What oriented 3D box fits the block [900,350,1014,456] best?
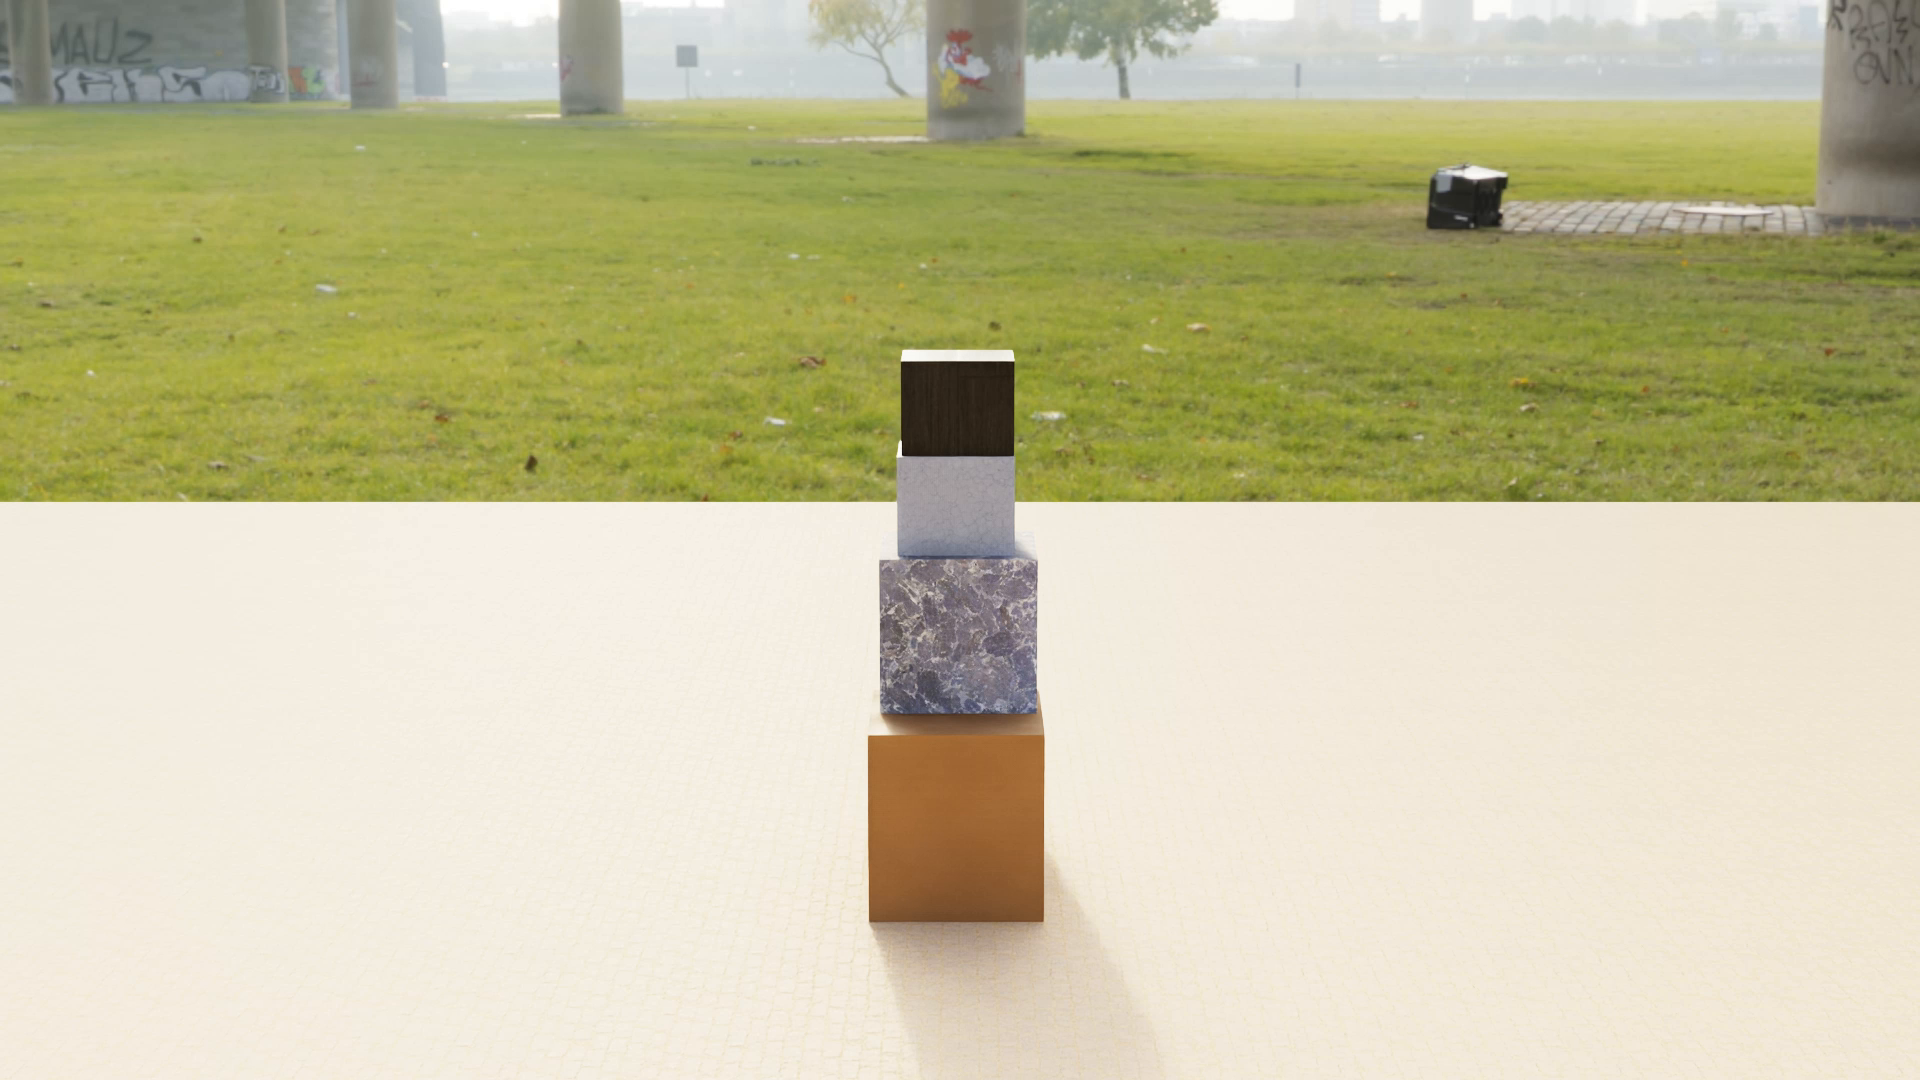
[{"bbox_3d":[-0.009,-0.595,11.072,0.480,0.405,0.426,0,10,0],"label":"block"}]

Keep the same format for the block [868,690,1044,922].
[{"bbox_3d":[-0.016,1.134,11.073,0.735,0.808,0.792,0,10,0],"label":"block"}]

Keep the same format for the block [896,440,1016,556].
[{"bbox_3d":[-0.017,-0.187,11.146,0.501,0.424,0.500,0,10,0],"label":"block"}]

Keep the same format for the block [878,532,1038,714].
[{"bbox_3d":[-0.007,0.351,11.244,0.672,0.670,0.682,0,10,0],"label":"block"}]
